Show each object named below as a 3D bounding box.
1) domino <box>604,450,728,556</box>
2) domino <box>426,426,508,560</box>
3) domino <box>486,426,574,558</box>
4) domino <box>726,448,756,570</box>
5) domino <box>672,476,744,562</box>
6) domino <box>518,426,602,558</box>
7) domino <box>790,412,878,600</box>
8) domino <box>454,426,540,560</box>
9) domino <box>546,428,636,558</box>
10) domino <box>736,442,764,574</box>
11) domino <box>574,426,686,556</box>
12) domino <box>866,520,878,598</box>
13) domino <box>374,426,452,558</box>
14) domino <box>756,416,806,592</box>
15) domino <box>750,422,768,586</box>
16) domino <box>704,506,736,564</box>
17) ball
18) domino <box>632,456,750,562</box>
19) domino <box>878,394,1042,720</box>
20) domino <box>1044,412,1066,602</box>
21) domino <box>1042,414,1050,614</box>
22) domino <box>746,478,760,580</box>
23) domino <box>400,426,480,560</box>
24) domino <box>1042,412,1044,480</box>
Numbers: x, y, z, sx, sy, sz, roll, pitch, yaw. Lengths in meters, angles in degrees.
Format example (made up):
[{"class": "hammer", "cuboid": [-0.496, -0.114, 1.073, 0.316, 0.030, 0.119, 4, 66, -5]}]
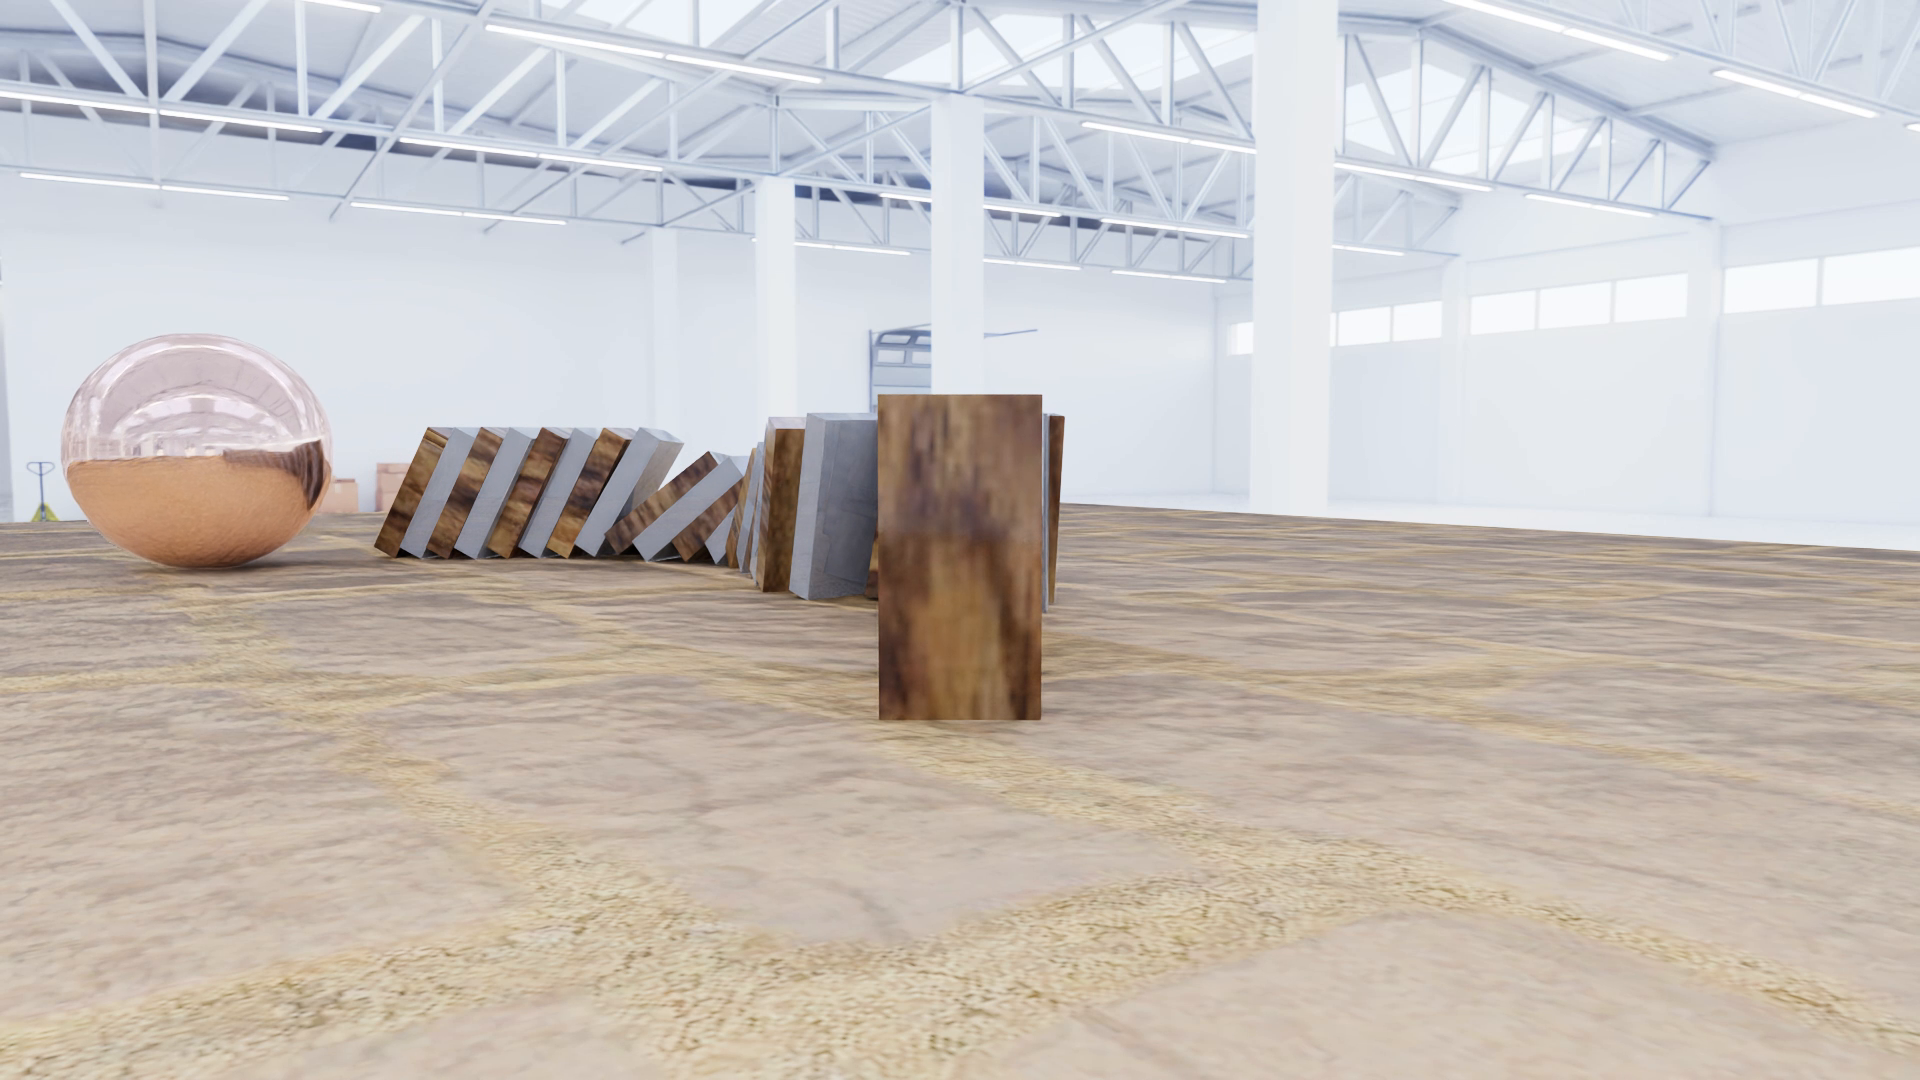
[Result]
[{"class": "domino", "cuboid": [-0.105, -0.013, 0.476, 0.050, 0.009, 0.025, -37, -7, 7]}, {"class": "domino", "cuboid": [-0.180, -0.018, 0.482, 0.009, 0.050, 0.025, 28, 7, 5]}, {"class": "domino", "cuboid": [-0.158, -0.018, 0.483, 0.009, 0.050, 0.025, 28, 8, 5]}, {"class": "domino", "cuboid": [-0.061, -0.010, 0.426, 0.025, 0.010, 0.050, -2, -39, -25]}, {"class": "domino", "cuboid": [-0.077, -0.011, 0.460, 0.050, 0.009, 0.025, -39, -11, 17]}, {"class": "domino", "cuboid": [-0.147, -0.018, 0.485, 0.009, 0.050, 0.025, 28, 8, 6]}, {"class": "domino", "cuboid": [-0.032, -0.010, 0.354, 0.025, 0.050, 0.009, -5, 19, -39]}, {"class": "domino", "cuboid": [-0.169, -0.018, 0.481, 0.009, 0.050, 0.025, 28, 7, 5]}, {"class": "domino", "cuboid": [-0.136, -0.018, 0.484, 0.009, 0.050, 0.025, 29, 8, 6]}, {"class": "domino", "cuboid": [-0.055, -0.010, 0.411, 0.025, 0.050, 0.009, -2, 47, -22]}, {"class": "domino", "cuboid": [-0.124, -0.018, 0.482, 0.009, 0.050, 0.025, 32, 6, 6]}, {"class": "domino", "cuboid": [-0.015, -0.010, 0.356, 0.009, 0.050, 0.025, 10, 6, 11]}, {"class": "domino", "cuboid": [-0.201, -0.018, 0.486, 0.009, 0.050, 0.025, 28, 7, 5]}, {"class": "domino", "cuboid": [-0.043, -0.010, 0.366, 0.025, 0.050, 0.009, -2, 26, -22]}, {"class": "domino", "cuboid": [-0.047, -0.010, 0.380, 0.025, 0.050, 0.009, -2, 33, -22]}, {"class": "domino", "cuboid": [-0.064, -0.011, 0.446, 0.025, 0.009, 0.050, -3, -35, -52]}, {"class": "ball", "cuboid": [-0.257, -0.030, 0.435, 0.080, 0.080, 0.080, 0, 4, 0]}, {"class": "domino", "cuboid": [-0.093, -0.012, 0.467, 0.050, 0.010, 0.025, -38, -8, 16]}, {"class": "domino", "cuboid": [0.000, 0.002, 0.201, 0.025, 0.050, 0.009, 0, 4, 0]}, {"class": "domino", "cuboid": [0.013, -0.009, 0.342, 0.025, 0.050, 0.010, 1, 10, -13]}, {"class": "domino", "cuboid": [0.010, -0.007, 0.326, 0.025, 0.050, 0.010, 1, 4, 7]}, {"class": "domino", "cuboid": [-0.050, -0.010, 0.396, 0.025, 0.050, 0.009, -2, 42, -22]}, {"class": "domino", "cuboid": [-0.191, -0.018, 0.484, 0.009, 0.050, 0.025, 28, 7, 5]}, {"class": "domino", "cuboid": [0.007, -0.006, 0.309, 0.025, 0.050, 0.009, 1, 4, 11]}]
